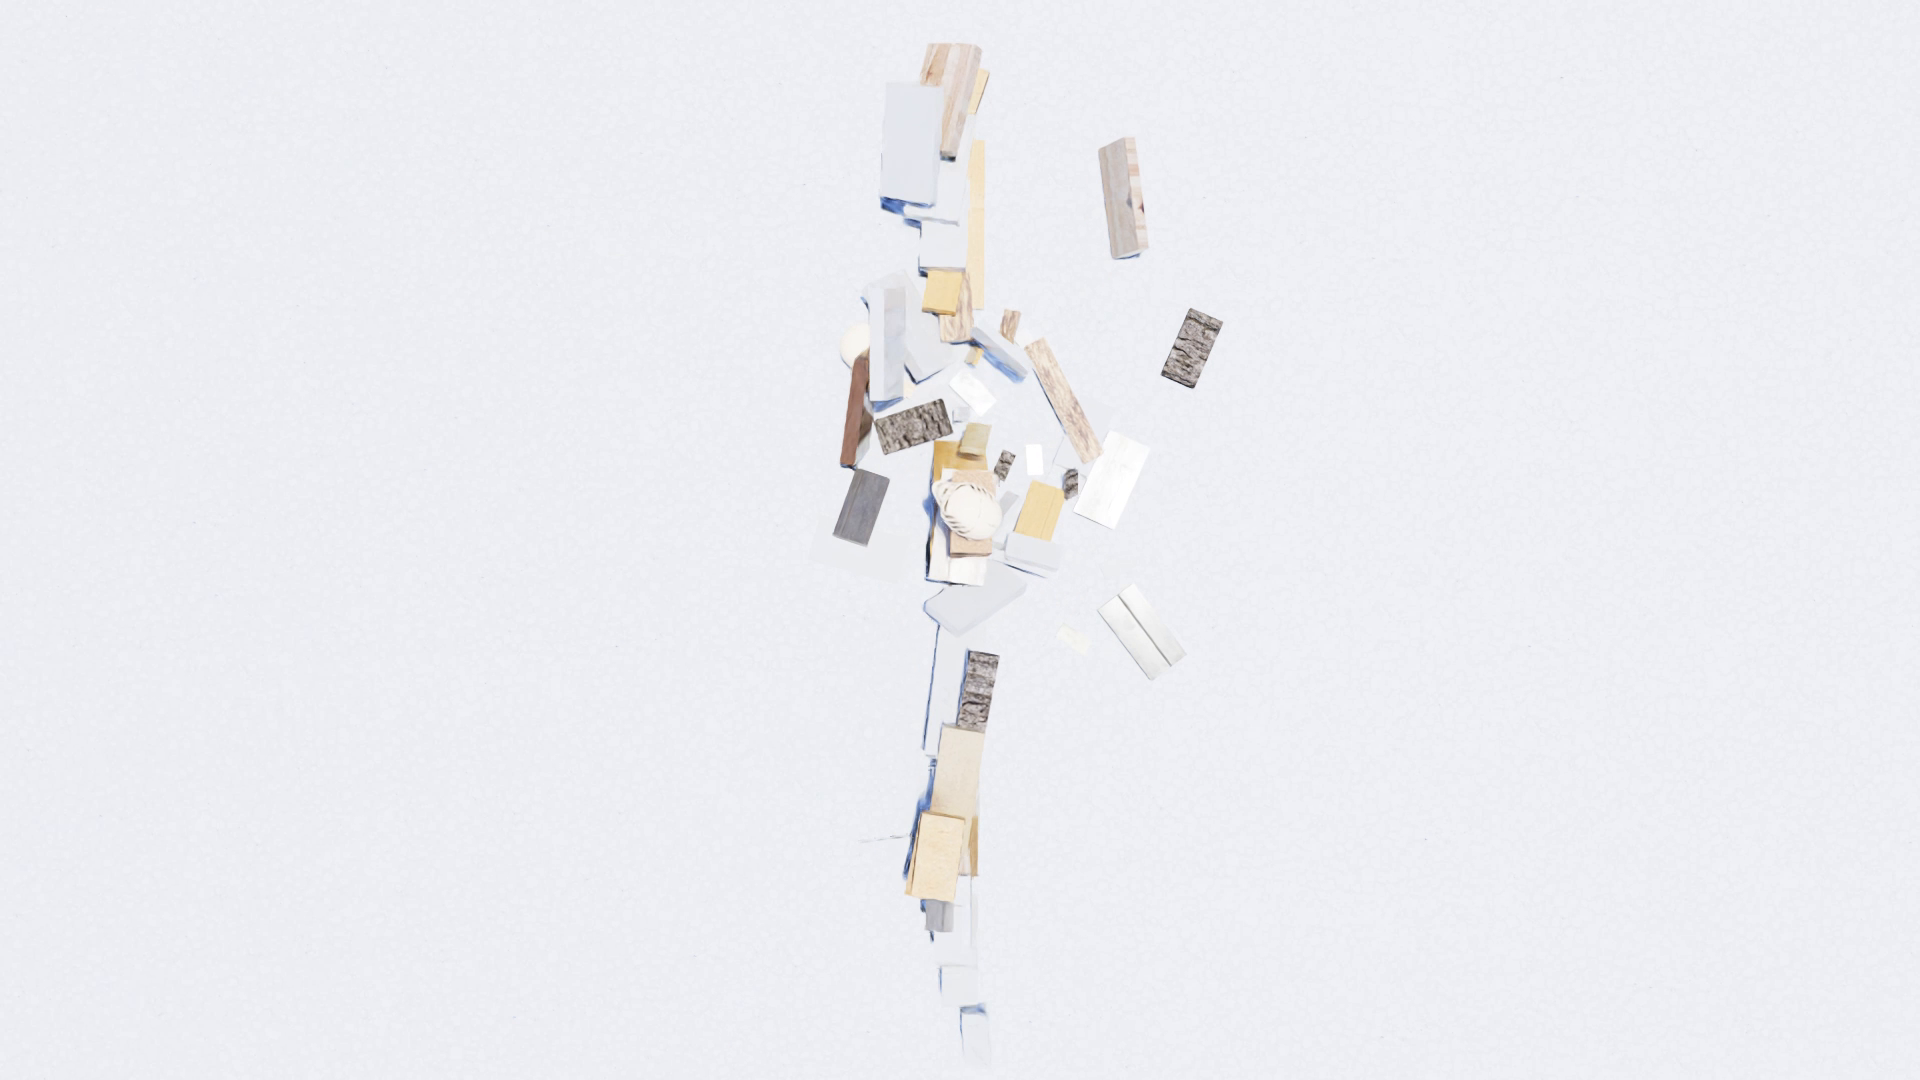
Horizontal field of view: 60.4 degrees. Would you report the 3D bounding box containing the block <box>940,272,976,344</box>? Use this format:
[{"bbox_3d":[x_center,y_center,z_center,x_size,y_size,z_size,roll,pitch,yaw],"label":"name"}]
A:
[{"bbox_3d":[-0.014,-0.765,5.432,0.111,0.031,0.222,-4,85,0],"label":"block"}]

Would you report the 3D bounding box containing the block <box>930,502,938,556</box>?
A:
[{"bbox_3d":[-0.003,-0.037,5.331,0.173,0.346,0.049,3,113,0],"label":"block"}]

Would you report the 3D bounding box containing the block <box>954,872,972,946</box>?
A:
[{"bbox_3d":[-0.022,1.178,5.266,0.116,0.033,0.232,0,97,5],"label":"block"}]

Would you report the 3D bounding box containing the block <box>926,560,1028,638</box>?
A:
[{"bbox_3d":[0.054,0.184,5.327,0.305,0.043,0.153,-33,56,-30],"label":"block"}]

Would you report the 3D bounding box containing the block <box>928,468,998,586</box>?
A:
[{"bbox_3d":[0.010,-0.040,5.140,0.173,0.049,0.346,7,87,0],"label":"block"}]

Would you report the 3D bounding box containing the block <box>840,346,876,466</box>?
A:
[{"bbox_3d":[-0.319,-0.435,5.350,0.050,0.175,0.351,13,112,8],"label":"block"}]

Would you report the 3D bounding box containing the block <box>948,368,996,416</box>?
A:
[{"bbox_3d":[0.042,-0.493,5.489,0.078,0.022,0.156,-45,90,0],"label":"block"}]

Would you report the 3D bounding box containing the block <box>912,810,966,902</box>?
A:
[{"bbox_3d":[-0.067,0.984,5.135,0.133,0.038,0.266,8,99,5],"label":"block"}]

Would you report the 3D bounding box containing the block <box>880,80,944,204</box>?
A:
[{"bbox_3d":[-0.152,-1.265,5.247,0.180,0.051,0.359,14,113,23],"label":"block"}]

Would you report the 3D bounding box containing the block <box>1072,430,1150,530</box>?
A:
[{"bbox_3d":[0.503,-0.199,5.479,0.148,0.042,0.295,24,90,0],"label":"block"}]

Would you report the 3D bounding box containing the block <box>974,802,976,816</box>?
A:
[{"bbox_3d":[0.014,0.833,5.301,0.078,0.022,0.156,-1,103,0],"label":"block"}]

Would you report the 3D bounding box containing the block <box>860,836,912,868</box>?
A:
[{"bbox_3d":[-0.244,1.038,5.488,0.170,0.024,0.085,-7,90,0],"label":"block"}]

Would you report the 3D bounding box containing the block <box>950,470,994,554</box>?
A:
[{"bbox_3d":[0.035,-0.082,4.857,0.121,0.034,0.241,1,87,0],"label":"block"}]

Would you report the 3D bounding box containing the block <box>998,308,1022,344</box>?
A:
[{"bbox_3d":[0.162,-0.707,5.477,0.056,0.016,0.113,14,84,21],"label":"block"}]

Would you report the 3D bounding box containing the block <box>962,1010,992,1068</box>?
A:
[{"bbox_3d":[0.055,1.627,5.379,0.088,0.025,0.176,0,99,23],"label":"block"}]

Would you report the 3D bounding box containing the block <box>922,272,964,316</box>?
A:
[{"bbox_3d":[-0.049,-0.855,5.405,0.111,0.031,0.222,10,79,4],"label":"block"}]

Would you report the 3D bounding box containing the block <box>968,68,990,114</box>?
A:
[{"bbox_3d":[-0.022,-1.428,5.452,0.152,0.043,0.304,18,81,3],"label":"block"}]

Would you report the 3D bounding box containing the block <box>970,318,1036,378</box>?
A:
[{"bbox_3d":[0.134,-0.611,5.270,0.222,0.111,0.031,41,79,-6],"label":"block"}]

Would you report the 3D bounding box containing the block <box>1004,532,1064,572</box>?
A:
[{"bbox_3d":[0.240,0.039,5.377,0.182,0.026,0.091,15,58,-3],"label":"block"}]

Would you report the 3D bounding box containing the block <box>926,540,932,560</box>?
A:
[{"bbox_3d":[-0.061,0.041,5.449,0.125,0.018,0.063,12,97,42],"label":"block"}]

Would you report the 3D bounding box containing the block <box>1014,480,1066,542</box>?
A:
[{"bbox_3d":[0.258,-0.065,5.451,0.122,0.035,0.245,20,75,0],"label":"block"}]

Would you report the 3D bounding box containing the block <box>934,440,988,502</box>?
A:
[{"bbox_3d":[0.001,-0.229,5.336,0.173,0.347,0.049,-1,119,0],"label":"block"}]

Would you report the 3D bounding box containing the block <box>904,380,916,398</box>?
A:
[{"bbox_3d":[-0.201,-0.514,5.493,0.098,0.014,0.049,27,90,0],"label":"block"}]

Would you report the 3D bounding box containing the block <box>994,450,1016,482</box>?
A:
[{"bbox_3d":[0.146,-0.248,5.493,0.049,0.014,0.098,23,90,0],"label":"block"}]

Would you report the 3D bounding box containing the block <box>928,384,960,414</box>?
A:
[{"bbox_3d":[-0.052,-0.469,5.493,0.049,0.014,0.098,-42,90,0],"label":"block"}]

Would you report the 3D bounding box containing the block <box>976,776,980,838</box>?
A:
[{"bbox_3d":[0.003,0.846,5.381,0.124,0.035,0.248,1,88,0],"label":"block"}]

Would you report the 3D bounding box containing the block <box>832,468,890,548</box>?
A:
[{"bbox_3d":[-0.325,-0.108,5.454,0.121,0.034,0.241,19,76,0],"label":"block"}]

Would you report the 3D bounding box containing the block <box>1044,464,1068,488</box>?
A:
[{"bbox_3d":[0.331,-0.229,5.492,0.058,0.016,0.116,25,90,0],"label":"block"}]

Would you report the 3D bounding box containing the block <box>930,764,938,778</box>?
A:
[{"bbox_3d":[-0.024,0.784,5.266,0.083,0.023,0.166,-20,97,16],"label":"block"}]

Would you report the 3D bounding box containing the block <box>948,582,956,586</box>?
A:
[{"bbox_3d":[0.007,0.101,5.434,0.060,0.017,0.120,16,105,-4],"label":"block"}]

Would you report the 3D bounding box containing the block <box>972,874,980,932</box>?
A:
[{"bbox_3d":[-0.004,1.240,5.443,0.134,0.038,0.267,1,90,1],"label":"block"}]

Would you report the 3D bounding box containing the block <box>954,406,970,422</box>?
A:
[{"bbox_3d":[0.007,-0.417,5.452,0.014,0.098,0.049,-5,88,25],"label":"block"}]

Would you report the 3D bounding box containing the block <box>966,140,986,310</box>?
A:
[{"bbox_3d":[0.006,-1.046,5.478,0.152,0.043,0.558,0,90,0],"label":"block"}]
